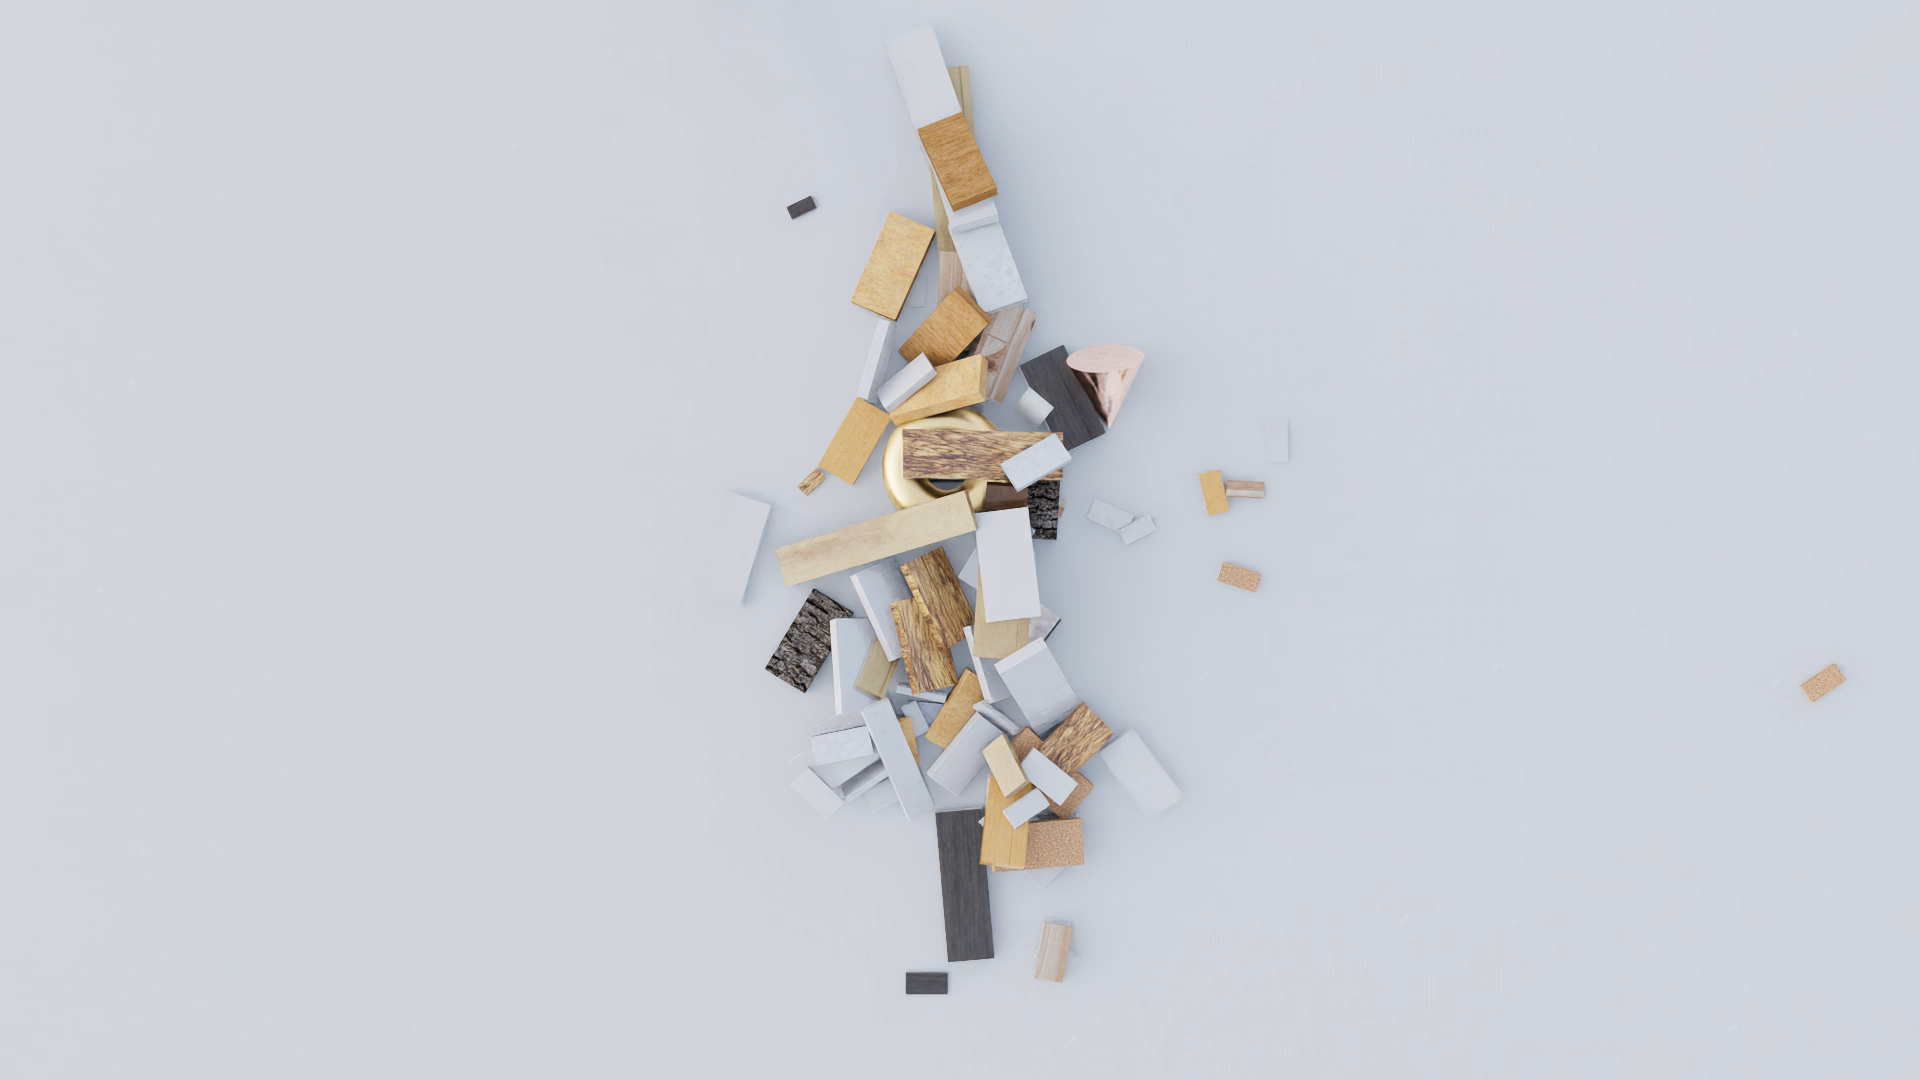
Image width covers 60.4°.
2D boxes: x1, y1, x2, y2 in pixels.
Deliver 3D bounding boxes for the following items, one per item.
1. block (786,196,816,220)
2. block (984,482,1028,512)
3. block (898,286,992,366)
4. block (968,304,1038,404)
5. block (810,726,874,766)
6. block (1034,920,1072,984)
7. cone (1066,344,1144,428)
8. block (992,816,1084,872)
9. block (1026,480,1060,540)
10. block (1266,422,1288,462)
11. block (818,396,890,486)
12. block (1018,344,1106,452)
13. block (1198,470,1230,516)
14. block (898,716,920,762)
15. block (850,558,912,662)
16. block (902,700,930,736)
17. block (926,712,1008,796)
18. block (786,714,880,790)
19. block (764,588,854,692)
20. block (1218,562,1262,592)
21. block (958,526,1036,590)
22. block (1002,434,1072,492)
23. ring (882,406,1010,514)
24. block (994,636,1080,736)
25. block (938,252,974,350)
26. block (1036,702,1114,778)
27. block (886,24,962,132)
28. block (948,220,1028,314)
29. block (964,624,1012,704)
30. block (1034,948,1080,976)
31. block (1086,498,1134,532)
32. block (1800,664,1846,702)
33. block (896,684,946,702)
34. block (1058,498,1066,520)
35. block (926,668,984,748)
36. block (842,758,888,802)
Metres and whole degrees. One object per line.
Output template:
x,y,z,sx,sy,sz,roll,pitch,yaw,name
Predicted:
-0.528,-1.107,5.494,0.091,0.013,0.045,-25,90,0,block
0.146,-0.053,5.373,0.134,0.038,0.268,4,110,1,block
-0.050,-0.670,5.390,0.155,0.044,0.310,45,125,-3,block
0.124,-0.631,5.446,0.159,0.045,0.319,22,90,-24,block
-0.385,0.671,5.399,0.191,0.027,0.095,-12,90,0,block
0.310,1.366,5.467,0.093,0.026,0.186,11,90,0,block
0.487,-0.481,5.443,0.253,0.253,0.253,-6,117,0,cone
0.253,1.000,5.417,0.301,0.043,0.151,-3,89,-9,block
0.261,-0.138,5.453,0.134,0.038,0.268,4,100,3,block
1.057,-0.326,5.491,0.066,0.019,0.131,-1,90,0,block
-0.349,-0.328,5.481,0.131,0.037,0.263,30,90,0,block
0.340,-0.466,5.477,0.162,0.046,0.325,-26,90,0,block
0.845,-0.158,5.490,0.071,0.020,0.141,-14,90,0,block
-0.188,0.668,5.452,0.082,0.023,0.165,-12,114,-6,block
-0.228,0.228,5.440,0.154,0.044,0.308,-25,90,-33,block
-0.147,0.592,5.469,0.054,0.015,0.109,-26,90,0,block
0.023,0.708,5.452,0.131,0.037,0.263,39,90,-29,block
-0.399,0.713,5.434,0.309,0.044,0.154,-35,90,0,block
-0.501,0.335,5.478,0.155,0.044,0.311,31,90,0,block
0.931,0.124,5.491,0.131,0.019,0.066,17,90,0,block
0.122,0.044,5.455,0.134,0.038,0.268,32,100,-2,block
0.246,-0.250,5.319,0.204,0.029,0.102,-30,75,-9,block
-0.043,-0.235,5.430,0.428,0.143,0.428,0,90,-1,ring
0.258,0.479,5.363,0.176,0.050,0.351,-31,133,0,block
0.005,-0.789,5.450,0.159,0.045,0.319,3,100,-1,block
0.357,0.684,5.425,0.141,0.040,0.282,45,88,-5,block
-0.118,-1.523,5.433,0.157,0.044,0.313,-19,90,0,block
0.090,-0.904,5.376,0.159,0.045,0.319,-19,84,-4,block
0.108,0.396,5.445,0.131,0.037,0.263,-17,90,-38,block
0.325,1.393,5.490,0.140,0.020,0.070,25,90,0,block
0.499,-0.078,5.490,0.141,0.020,0.071,24,90,0,block
2.874,0.475,5.491,0.131,0.019,0.066,-34,90,0,block
-0.128,0.507,5.459,0.165,0.082,0.023,12,90,0,block
0.279,-0.123,5.490,0.141,0.020,0.071,23,90,0,block
0.009,0.571,5.453,0.131,0.037,0.263,31,90,-27,block
-0.314,0.795,5.458,0.165,0.082,0.023,-34,114,0,block
